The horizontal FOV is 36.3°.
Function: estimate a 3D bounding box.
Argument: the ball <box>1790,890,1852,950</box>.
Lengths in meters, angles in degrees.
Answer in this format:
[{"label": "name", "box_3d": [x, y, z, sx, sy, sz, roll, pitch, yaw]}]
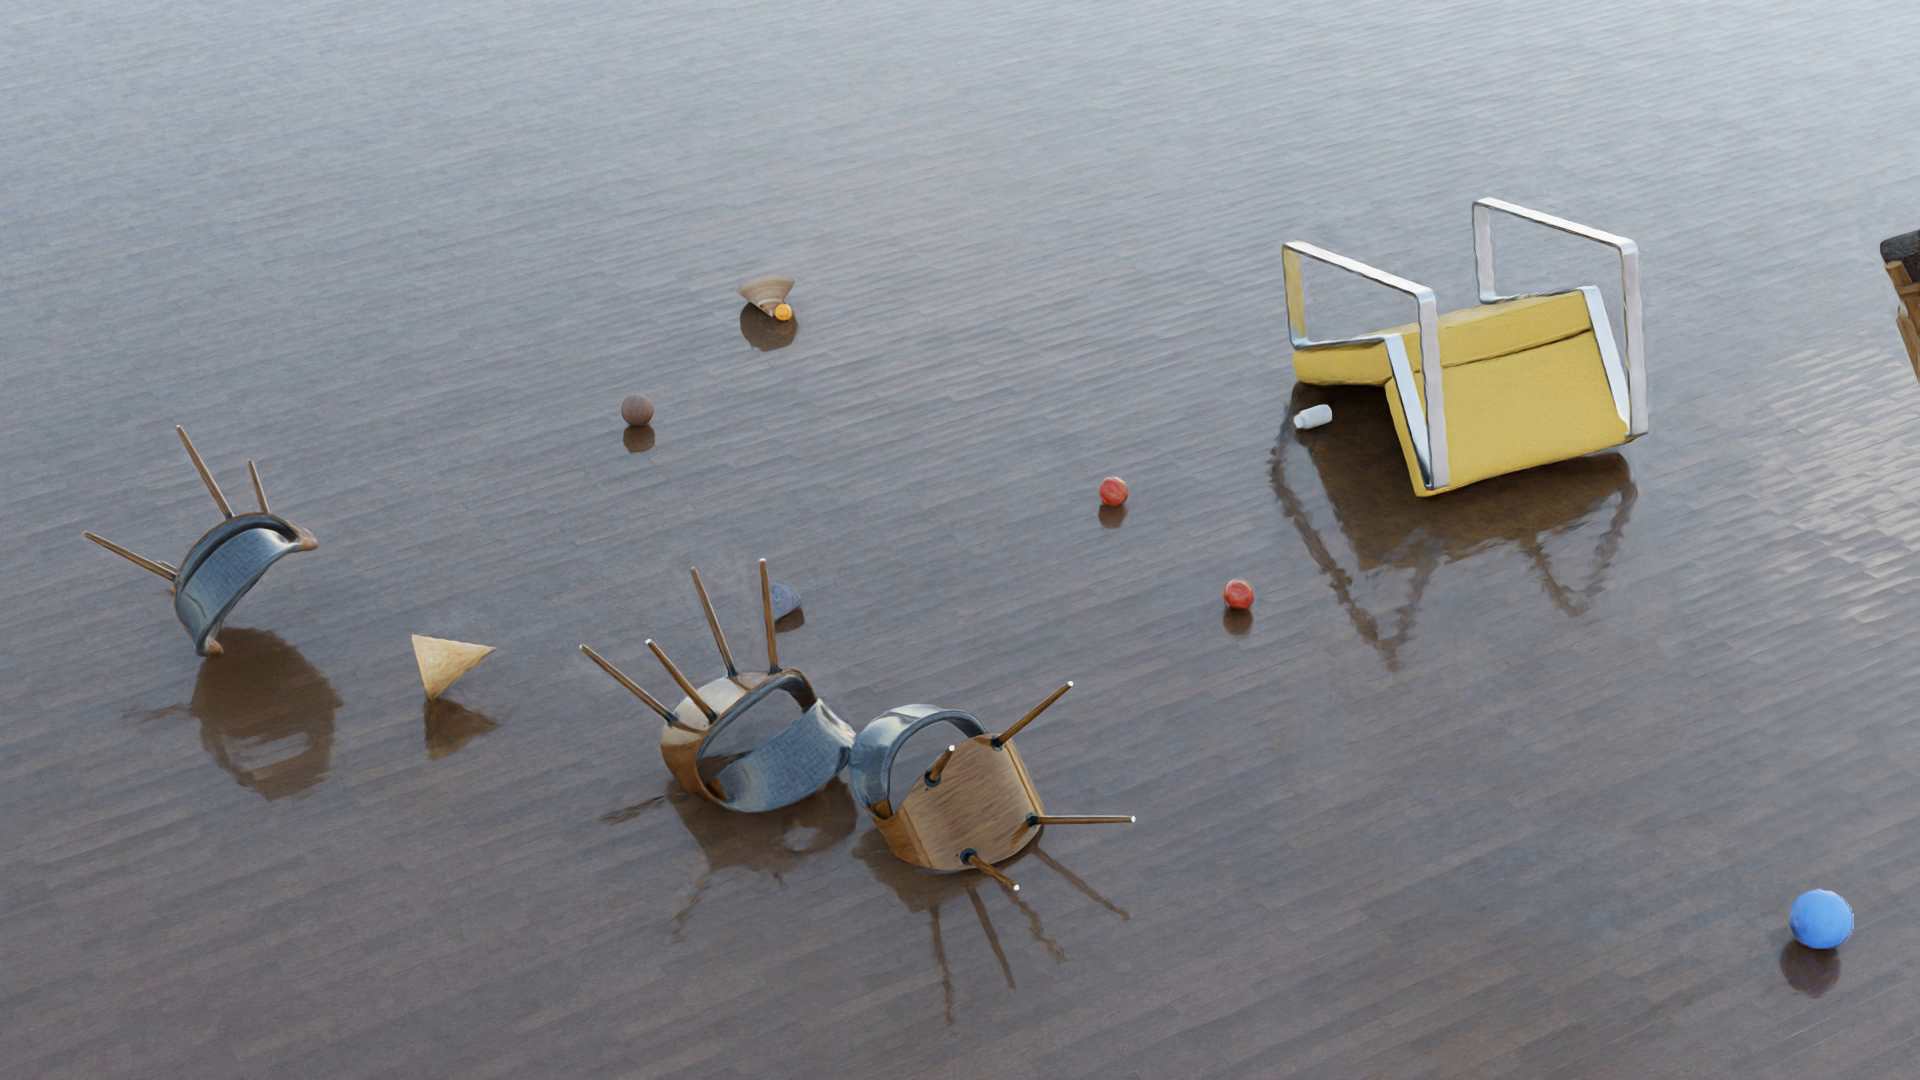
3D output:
[{"label": "ball", "box_3d": [2.643, 1.166, 9.008, 0.184, 0.184, 0.184, 0, 33, 0]}]

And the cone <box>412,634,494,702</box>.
[{"label": "cone", "box_3d": [-1.721, 0.404, 10.065, 0.263, 0.256, 0.234, -15, 60, -9]}]

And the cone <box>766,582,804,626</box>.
[{"label": "cone", "box_3d": [-0.660, 0.251, 10.513, 0.146, 0.110, 0.156, 31, 59, -6]}]

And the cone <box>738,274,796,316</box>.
[{"label": "cone", "box_3d": [-0.805, -1.007, 12.388, 0.250, 0.144, 0.236, -18, -17, 24]}]
